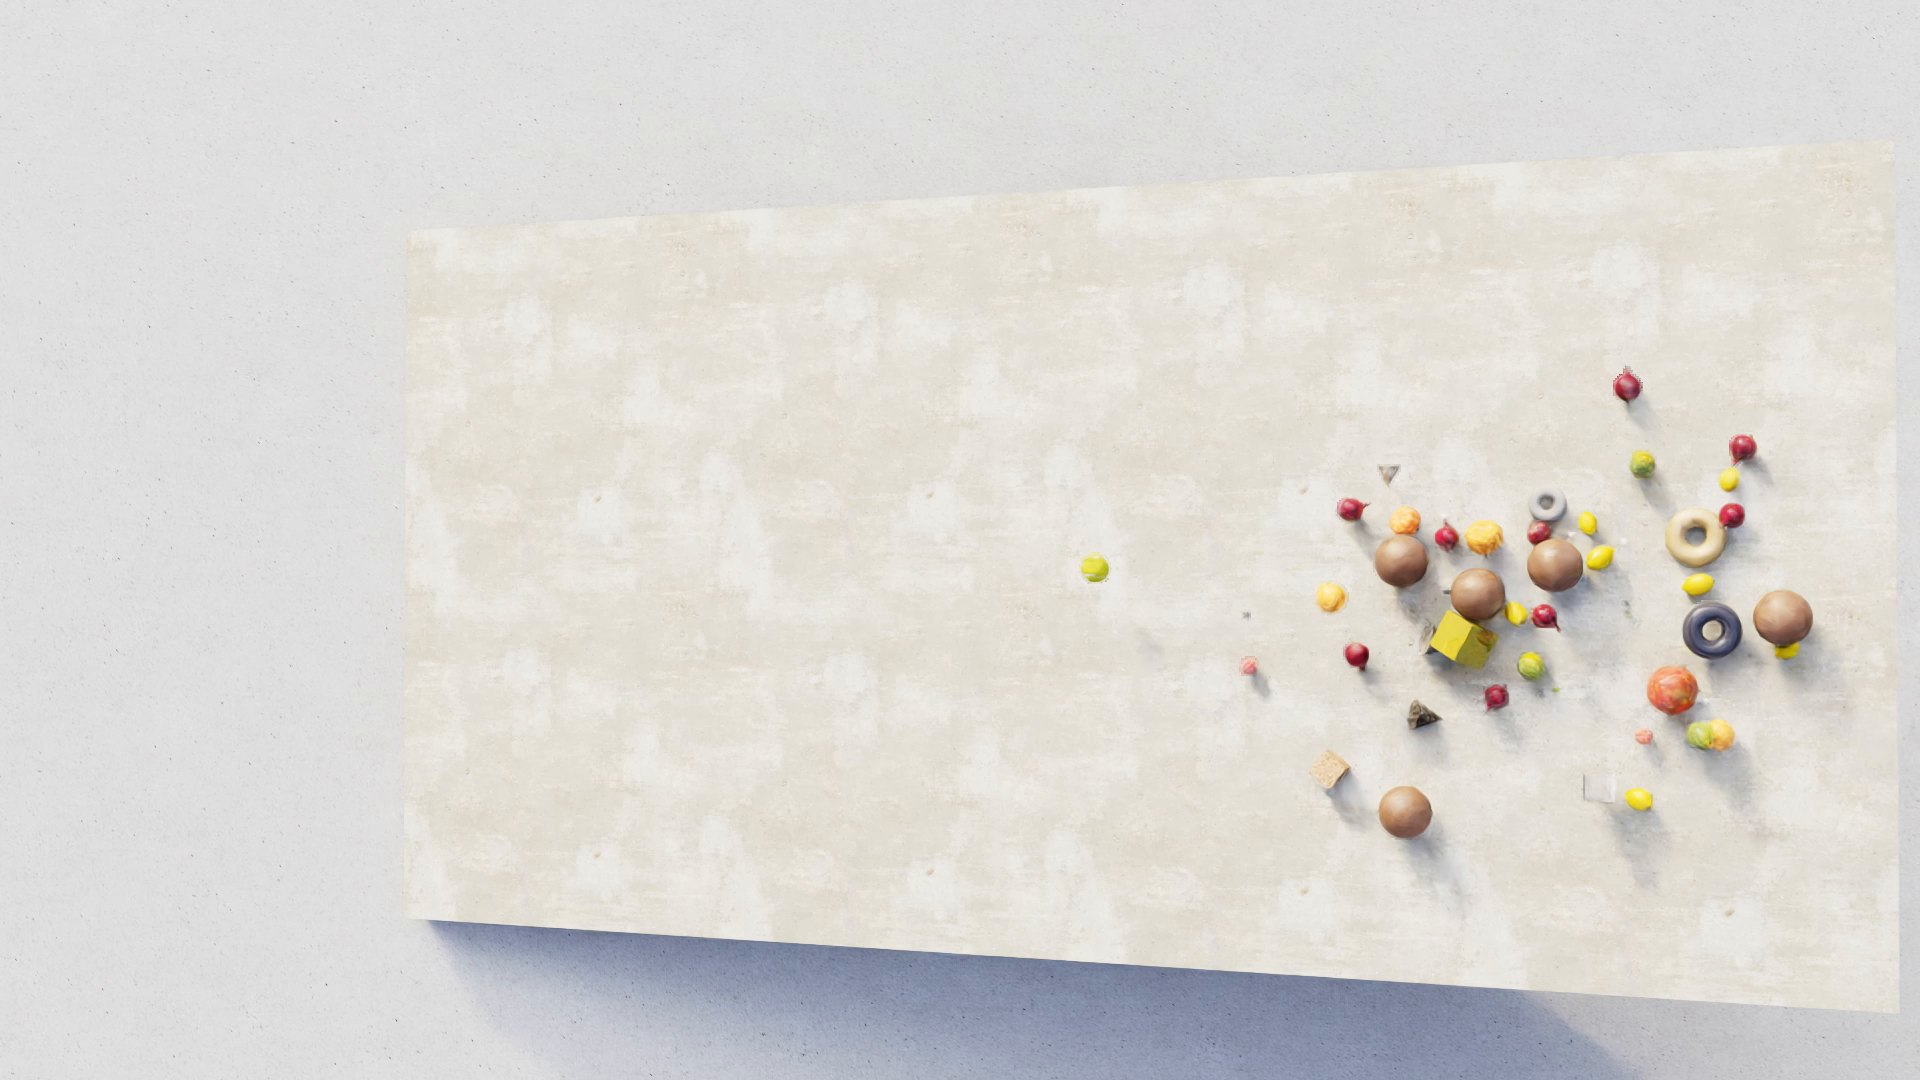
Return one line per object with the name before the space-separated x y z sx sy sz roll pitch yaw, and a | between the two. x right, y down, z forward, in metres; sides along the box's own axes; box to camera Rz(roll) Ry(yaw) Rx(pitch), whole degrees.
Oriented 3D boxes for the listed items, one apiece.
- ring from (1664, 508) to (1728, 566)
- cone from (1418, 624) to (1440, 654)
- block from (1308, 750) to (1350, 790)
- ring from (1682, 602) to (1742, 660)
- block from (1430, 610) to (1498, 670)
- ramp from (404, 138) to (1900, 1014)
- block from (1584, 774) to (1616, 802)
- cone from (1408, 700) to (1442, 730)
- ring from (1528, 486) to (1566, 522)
ring | 1.725 -0.007 5.156 0.139 0.046 0.139 0 91 20
cone | 1.173 0.253 5.359 0.082 0.082 0.082 17 89 -7
block | 0.913 0.566 5.434 0.067 0.067 0.067 40 102 16
ring | 1.750 0.211 5.116 0.136 0.045 0.136 1 97 6
block | 1.213 0.241 5.292 0.096 0.096 0.096 21 100 -33
ramp | 0.281 0.089 5.760 4.000 0.100 2.000 0 89 20
block | 1.503 0.582 5.171 0.064 0.064 0.064 0 84 24
cone | 1.143 0.431 5.369 0.075 0.075 0.075 10 89 -7
ring | 1.410 -0.087 5.279 0.092 0.031 0.092 -1 86 23
